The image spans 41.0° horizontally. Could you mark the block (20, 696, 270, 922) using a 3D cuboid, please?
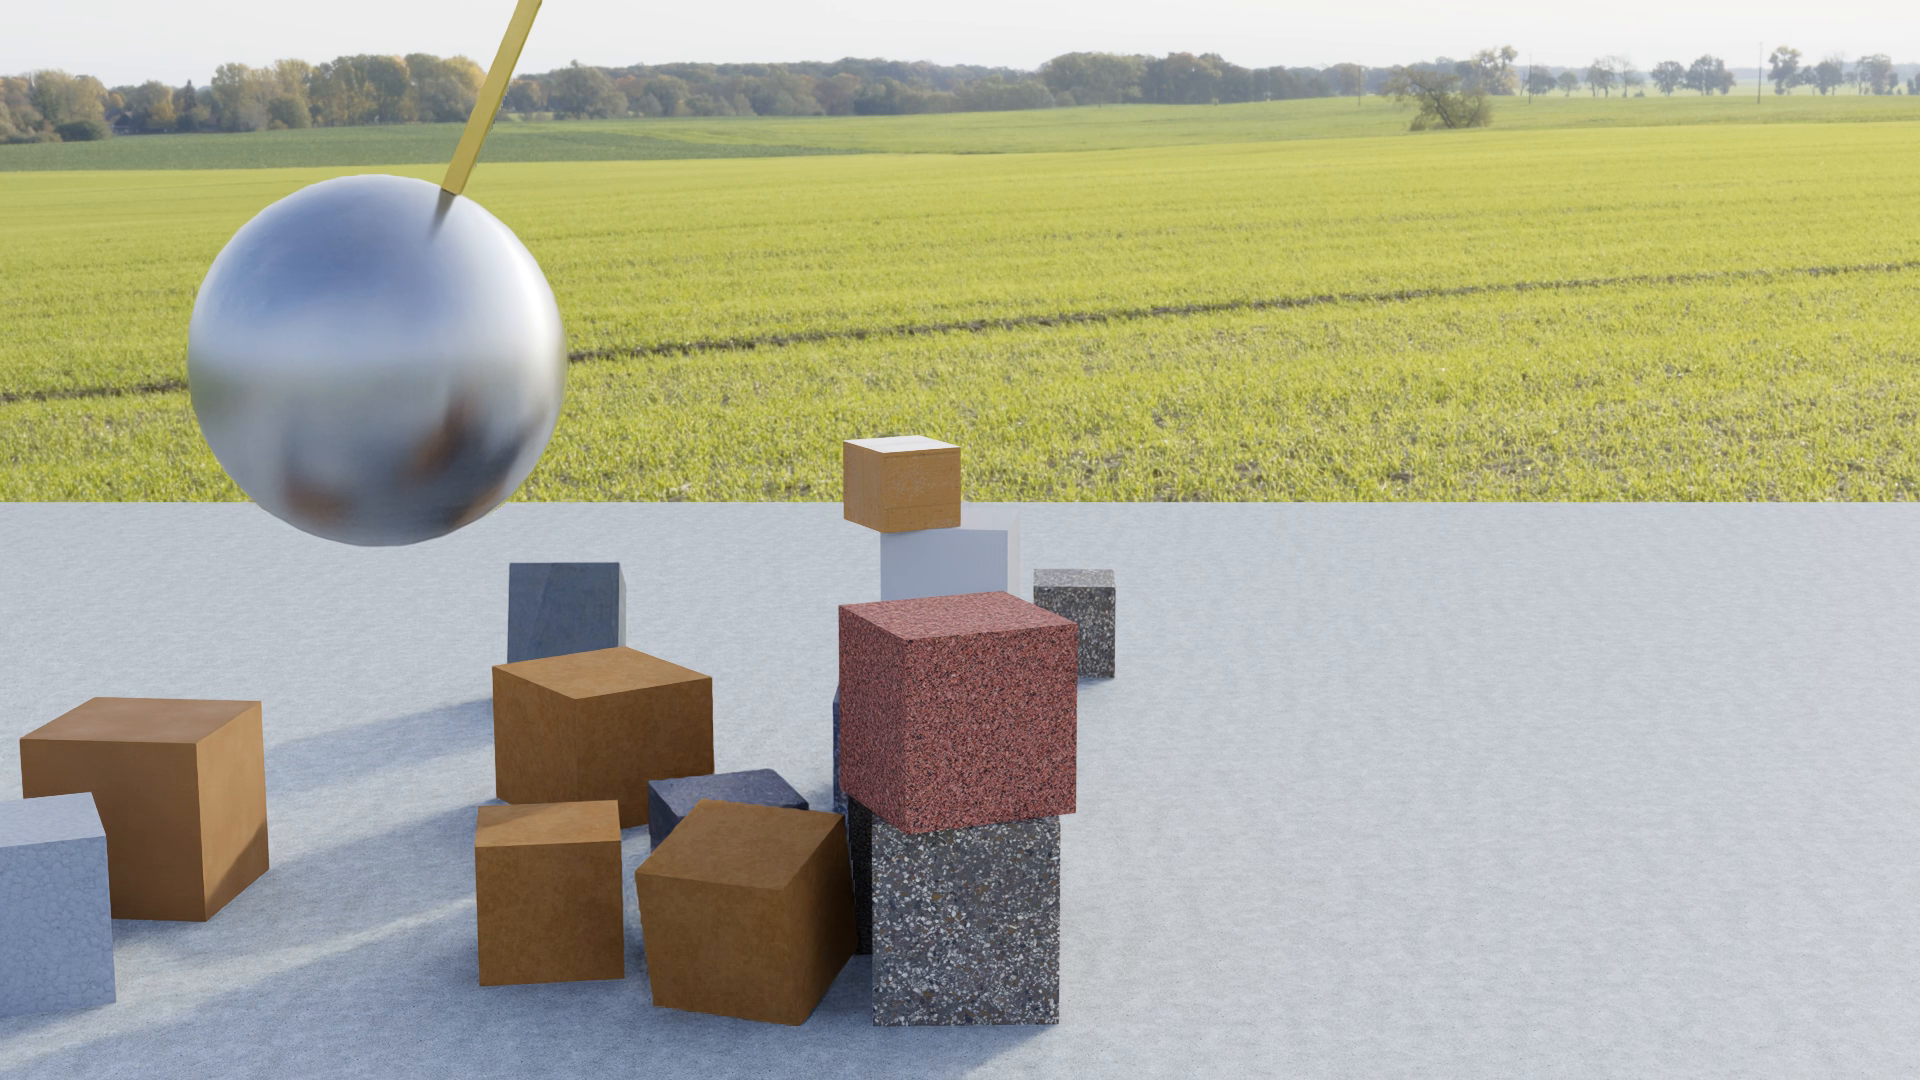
[{"bbox_3d":[-3.506,1.149,11.086,0.764,0.772,0.735,1,10,6],"label":"block"}]

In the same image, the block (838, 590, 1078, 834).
[{"bbox_3d":[-0.015,0.635,9.694,0.690,0.724,0.667,-4,11,-23],"label":"block"}]

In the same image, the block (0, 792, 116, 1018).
[{"bbox_3d":[-3.658,1.414,9.934,0.651,0.663,0.653,-4,11,-23],"label":"block"}]

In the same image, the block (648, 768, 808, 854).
[{"bbox_3d":[-0.967,1.321,10.716,0.543,0.559,0.560,-4,11,-19],"label":"block"}]

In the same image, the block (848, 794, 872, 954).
[{"bbox_3d":[-0.070,1.187,10.662,0.776,0.851,0.736,-1,10,-3],"label":"block"}]

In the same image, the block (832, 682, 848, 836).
[{"bbox_3d":[-0.183,1.005,12.255,0.795,0.638,0.702,0,10,1],"label":"block"}]

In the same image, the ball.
[{"bbox_3d":[-2.497,-0.768,11.041,1.600,1.600,1.600,0,10,0],"label":"ball"}]

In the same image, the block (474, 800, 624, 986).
[{"bbox_3d":[-1.640,1.404,10.267,0.561,0.564,0.571,-2,10,-9],"label":"block"}]

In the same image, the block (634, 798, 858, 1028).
[{"bbox_3d":[-0.806,1.416,9.811,0.608,0.588,0.584,4,24,20],"label":"block"}]

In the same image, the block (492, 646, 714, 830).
[{"bbox_3d":[-1.731,0.960,12.435,0.737,0.662,0.846,-8,13,-36],"label":"block"}]

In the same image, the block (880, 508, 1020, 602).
[{"bbox_3d":[-0.041,0.223,12.847,0.625,0.679,0.641,1,10,7],"label":"block"}]

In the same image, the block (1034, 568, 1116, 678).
[{"bbox_3d":[0.679,0.492,15.338,0.481,0.544,0.550,0,10,2],"label":"block"}]

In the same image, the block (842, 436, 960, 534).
[{"bbox_3d":[-0.288,-0.279,12.616,0.418,0.392,0.459,-5,12,-27],"label":"block"}]

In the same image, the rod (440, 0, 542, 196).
[{"bbox_3d":[-1.082,-3.810,10.488,0.080,5.200,0.080,24,9,-4],"label":"rod"}]

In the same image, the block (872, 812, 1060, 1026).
[{"bbox_3d":[0.011,1.360,9.908,0.696,0.779,0.794,0,10,-2],"label":"block"}]

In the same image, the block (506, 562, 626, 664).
[{"bbox_3d":[-2.235,0.496,14.628,0.616,0.618,0.536,-1,-16,-3],"label":"block"}]
